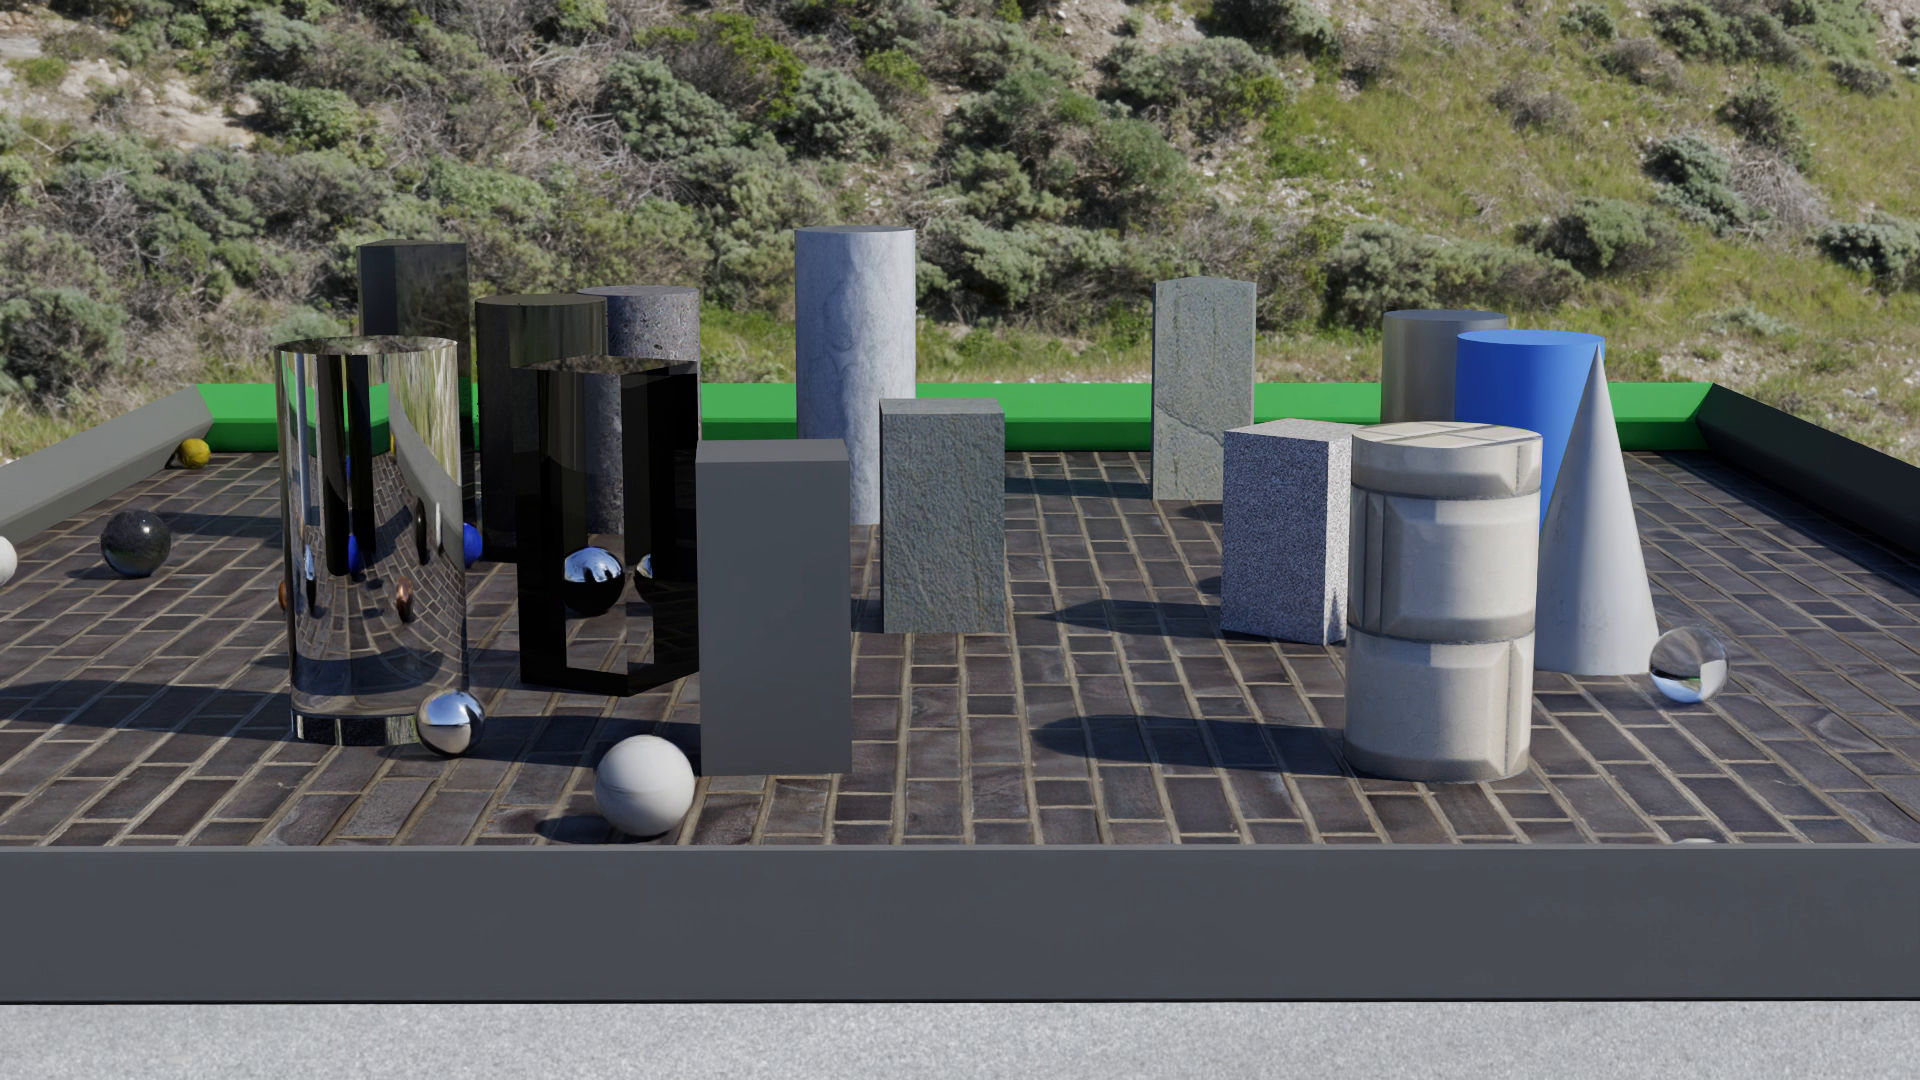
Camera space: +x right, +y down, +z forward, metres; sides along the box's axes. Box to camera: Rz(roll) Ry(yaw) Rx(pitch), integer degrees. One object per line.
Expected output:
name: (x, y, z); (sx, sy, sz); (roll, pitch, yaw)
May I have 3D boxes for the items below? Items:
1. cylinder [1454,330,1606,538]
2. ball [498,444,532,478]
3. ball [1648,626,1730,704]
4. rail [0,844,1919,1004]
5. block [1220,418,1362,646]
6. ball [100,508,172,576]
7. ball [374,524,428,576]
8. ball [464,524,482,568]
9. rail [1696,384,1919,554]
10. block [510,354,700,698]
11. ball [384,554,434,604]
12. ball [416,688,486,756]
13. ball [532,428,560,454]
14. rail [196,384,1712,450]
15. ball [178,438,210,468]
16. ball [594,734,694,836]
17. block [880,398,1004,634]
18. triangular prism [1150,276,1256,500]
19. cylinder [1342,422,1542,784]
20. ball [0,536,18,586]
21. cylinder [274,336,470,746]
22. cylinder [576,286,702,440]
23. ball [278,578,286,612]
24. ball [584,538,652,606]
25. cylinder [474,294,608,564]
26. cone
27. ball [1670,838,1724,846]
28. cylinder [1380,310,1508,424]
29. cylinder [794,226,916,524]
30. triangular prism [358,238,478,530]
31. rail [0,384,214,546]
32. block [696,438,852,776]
cylinder: (0.770, -0.095, 3.492); (0.195, 0.363, 0.195); (0, 11, 0)
ball: (-0.792, -0.139, 4.562); (0.060, 0.060, 0.060); (0, 11, 0)
ball: (0.839, 0.144, 2.955); (0.090, 0.090, 0.090); (0, 11, 0)
rail: (0.008, 0.296, 2.027); (2.893, 0.127, 0.045); (0, 11, 0)
block: (0.450, -0.014, 3.340); (0.156, 0.261, 0.156); (8, 13, 38)
ball: (-1.186, 0.004, 3.691); (0.098, 0.098, 0.098); (0, 11, 0)
ball: (-0.805, 0.014, 3.692); (0.076, 0.076, 0.076); (0, 11, 0)
ball: (-0.732, 0.008, 3.755); (0.066, 0.066, 0.066); (0, 11, 0)
rail: (1.423, 0.031, 3.457); (0.045, 0.127, 2.939); (0, 11, 0)
block: (-0.419, -0.021, 3.058); (0.156, 0.378, 0.156); (6, 12, 28)
ball: (-0.753, 0.053, 3.507); (0.068, 0.068, 0.068); (0, 11, 0)
ball: (-0.543, 0.194, 2.733); (0.073, 0.073, 0.073); (0, 11, 0)
ball: (-0.782, -0.186, 4.841); (0.051, 0.051, 0.051); (0, 11, 0)
rail: (-0.008, -0.231, 4.871); (2.893, 0.127, 0.045); (0, 11, 0)
ball: (-1.395, -0.158, 4.673); (0.057, 0.057, 0.057); (0, 11, 0)
ball: (-0.302, 0.234, 2.451); (0.096, 0.096, 0.096); (0, 11, 0)
block: (-0.025, -0.035, 3.380); (0.156, 0.286, 0.156); (-1, 11, -3)
triangular prism: (0.412, -0.262, 4.386); (0.169, 0.367, 0.146); (1, 11, 3)
cylinder: (0.505, 0.061, 2.694); (0.195, 0.348, 0.195); (0, 11, 0)
ball: (-1.366, 0.029, 3.598); (0.081, 0.081, 0.081); (0, 11, 0)
cylinder: (-0.646, -0.003, 2.830); (0.195, 0.425, 0.195); (0, 11, 0)
cylinder: (-0.515, -0.218, 4.141); (0.195, 0.370, 0.195); (0, 11, 0)
ball: (-0.876, 0.073, 3.413); (0.061, 0.061, 0.061); (0, 11, 0)
ball: (-0.466, 0.043, 3.494); (0.092, 0.092, 0.092); (0, 11, 0)
cylinder: (-0.622, -0.170, 3.846); (0.195, 0.382, 0.195); (0, 11, 0)
cone: (0.776, -0.048, 3.155); (0.195, 0.394, 0.195); (0, 11, 0)
ball: (0.624, 0.294, 2.166); (0.084, 0.084, 0.084); (0, 11, 0)
cylinder: (0.770, -0.193, 4.099); (0.195, 0.334, 0.195); (0, 11, 0)
cylinder: (-0.169, -0.271, 4.165); (0.195, 0.465, 0.195); (0, 11, 0)
triangular prism: (-0.863, -0.237, 4.003); (0.169, 0.456, 0.146); (-5, 12, -25)
rail: (-1.423, 0.034, 3.441); (0.045, 0.127, 2.939); (0, 11, 0)
block: (-0.197, 0.068, 2.710); (0.156, 0.329, 0.156); (-1, 11, -5)
